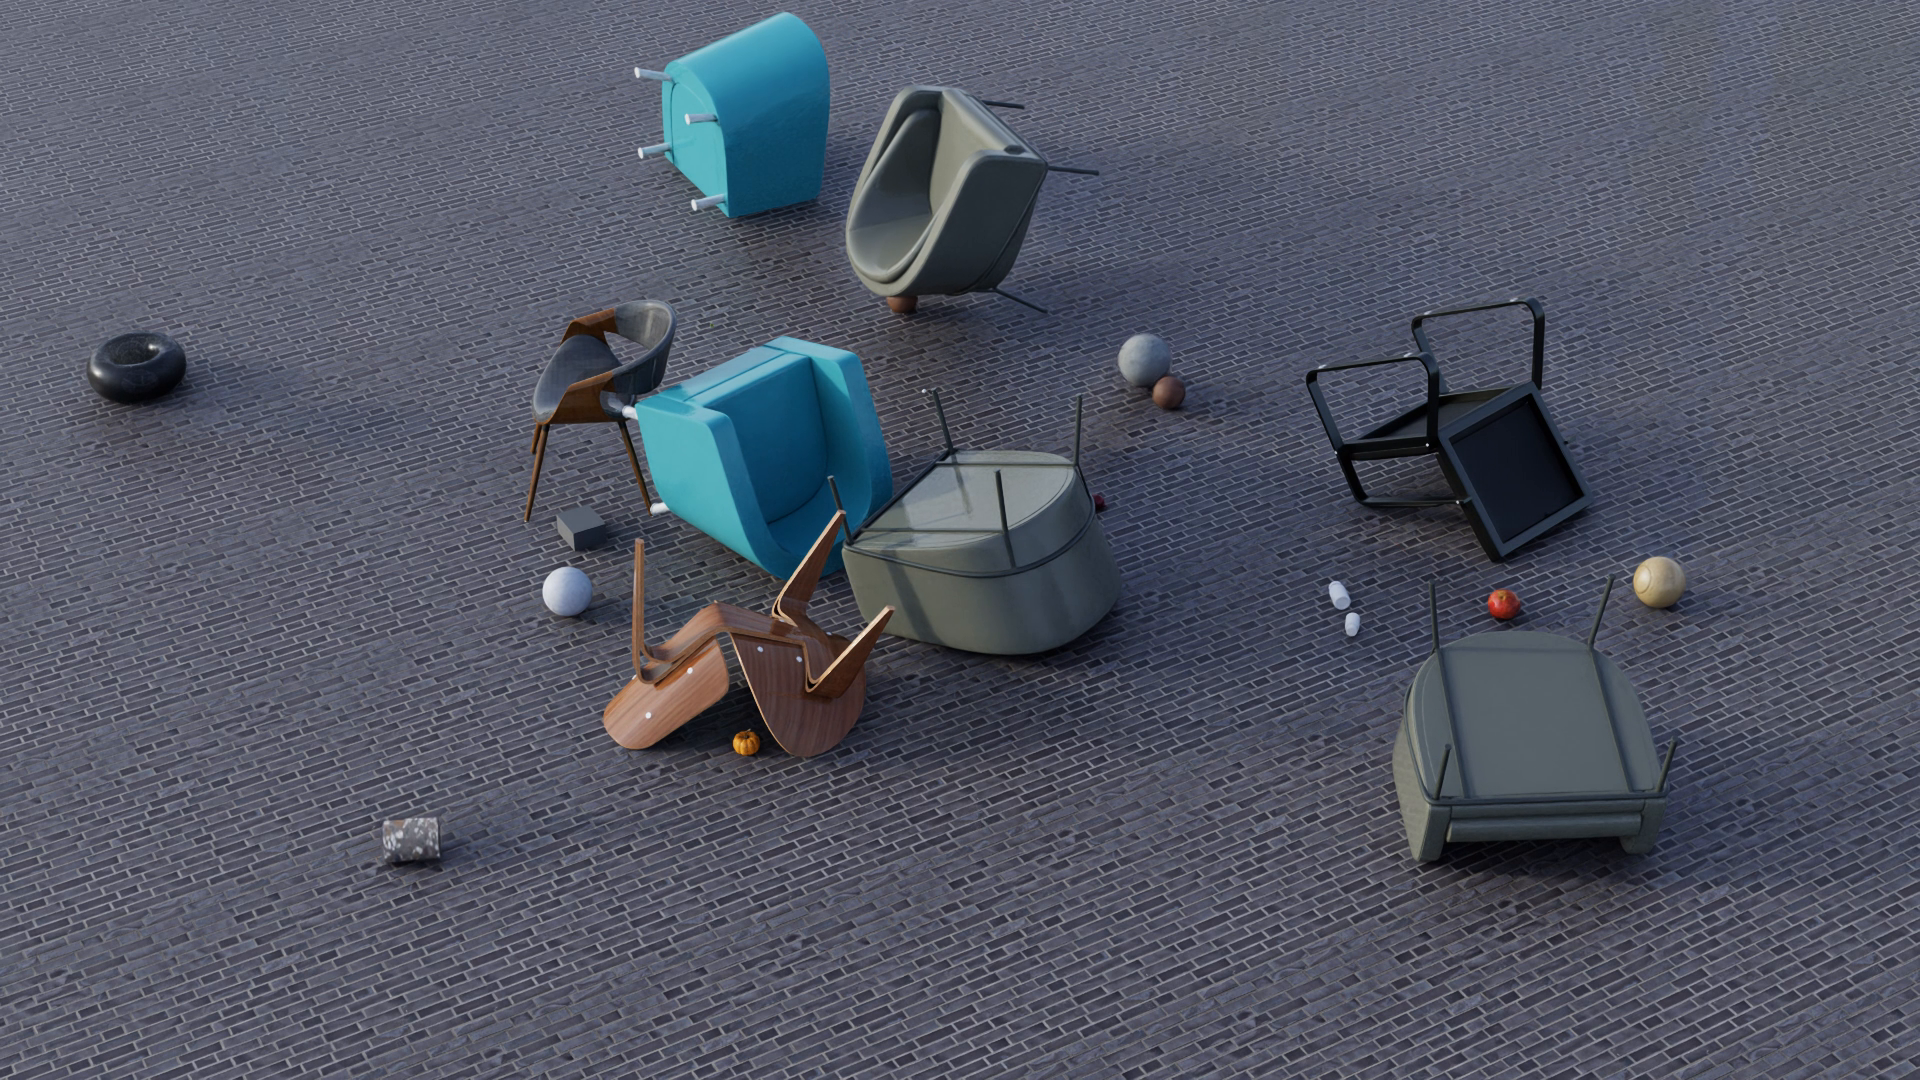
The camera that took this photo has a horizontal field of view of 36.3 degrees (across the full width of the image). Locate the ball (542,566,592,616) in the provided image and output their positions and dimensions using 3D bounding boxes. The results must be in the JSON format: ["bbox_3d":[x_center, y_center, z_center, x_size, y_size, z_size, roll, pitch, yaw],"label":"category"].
[{"bbox_3d":[-1.405,0.185,10.501,0.179,0.179,0.179,0,33,0],"label":"ball"}]

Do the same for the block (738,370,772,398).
[{"bbox_3d":[-0.828,-0.631,11.845,0.115,0.064,0.079,20,38,28],"label":"block"}]

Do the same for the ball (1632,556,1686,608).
[{"bbox_3d":[2.516,0.151,10.544,0.188,0.188,0.188,0,33,0],"label":"ball"}]

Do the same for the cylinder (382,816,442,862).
[{"bbox_3d":[-1.752,0.959,9.379,0.172,0.113,0.134,-4,71,-6],"label":"cylinder"}]

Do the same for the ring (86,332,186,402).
[{"bbox_3d":[-3.332,-0.701,11.862,0.387,0.165,0.402,21,40,27],"label":"ring"}]

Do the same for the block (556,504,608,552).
[{"bbox_3d":[-1.412,-0.046,10.942,0.131,0.078,0.154,-18,37,-25],"label":"block"}]

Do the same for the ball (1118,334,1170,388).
[{"bbox_3d":[0.745,-0.724,11.849,0.213,0.213,0.213,0,33,0],"label":"ball"}]

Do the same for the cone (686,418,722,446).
[{"bbox_3d":[-1.030,-0.408,11.524,0.162,0.094,0.095,19,64,17],"label":"cone"}]
